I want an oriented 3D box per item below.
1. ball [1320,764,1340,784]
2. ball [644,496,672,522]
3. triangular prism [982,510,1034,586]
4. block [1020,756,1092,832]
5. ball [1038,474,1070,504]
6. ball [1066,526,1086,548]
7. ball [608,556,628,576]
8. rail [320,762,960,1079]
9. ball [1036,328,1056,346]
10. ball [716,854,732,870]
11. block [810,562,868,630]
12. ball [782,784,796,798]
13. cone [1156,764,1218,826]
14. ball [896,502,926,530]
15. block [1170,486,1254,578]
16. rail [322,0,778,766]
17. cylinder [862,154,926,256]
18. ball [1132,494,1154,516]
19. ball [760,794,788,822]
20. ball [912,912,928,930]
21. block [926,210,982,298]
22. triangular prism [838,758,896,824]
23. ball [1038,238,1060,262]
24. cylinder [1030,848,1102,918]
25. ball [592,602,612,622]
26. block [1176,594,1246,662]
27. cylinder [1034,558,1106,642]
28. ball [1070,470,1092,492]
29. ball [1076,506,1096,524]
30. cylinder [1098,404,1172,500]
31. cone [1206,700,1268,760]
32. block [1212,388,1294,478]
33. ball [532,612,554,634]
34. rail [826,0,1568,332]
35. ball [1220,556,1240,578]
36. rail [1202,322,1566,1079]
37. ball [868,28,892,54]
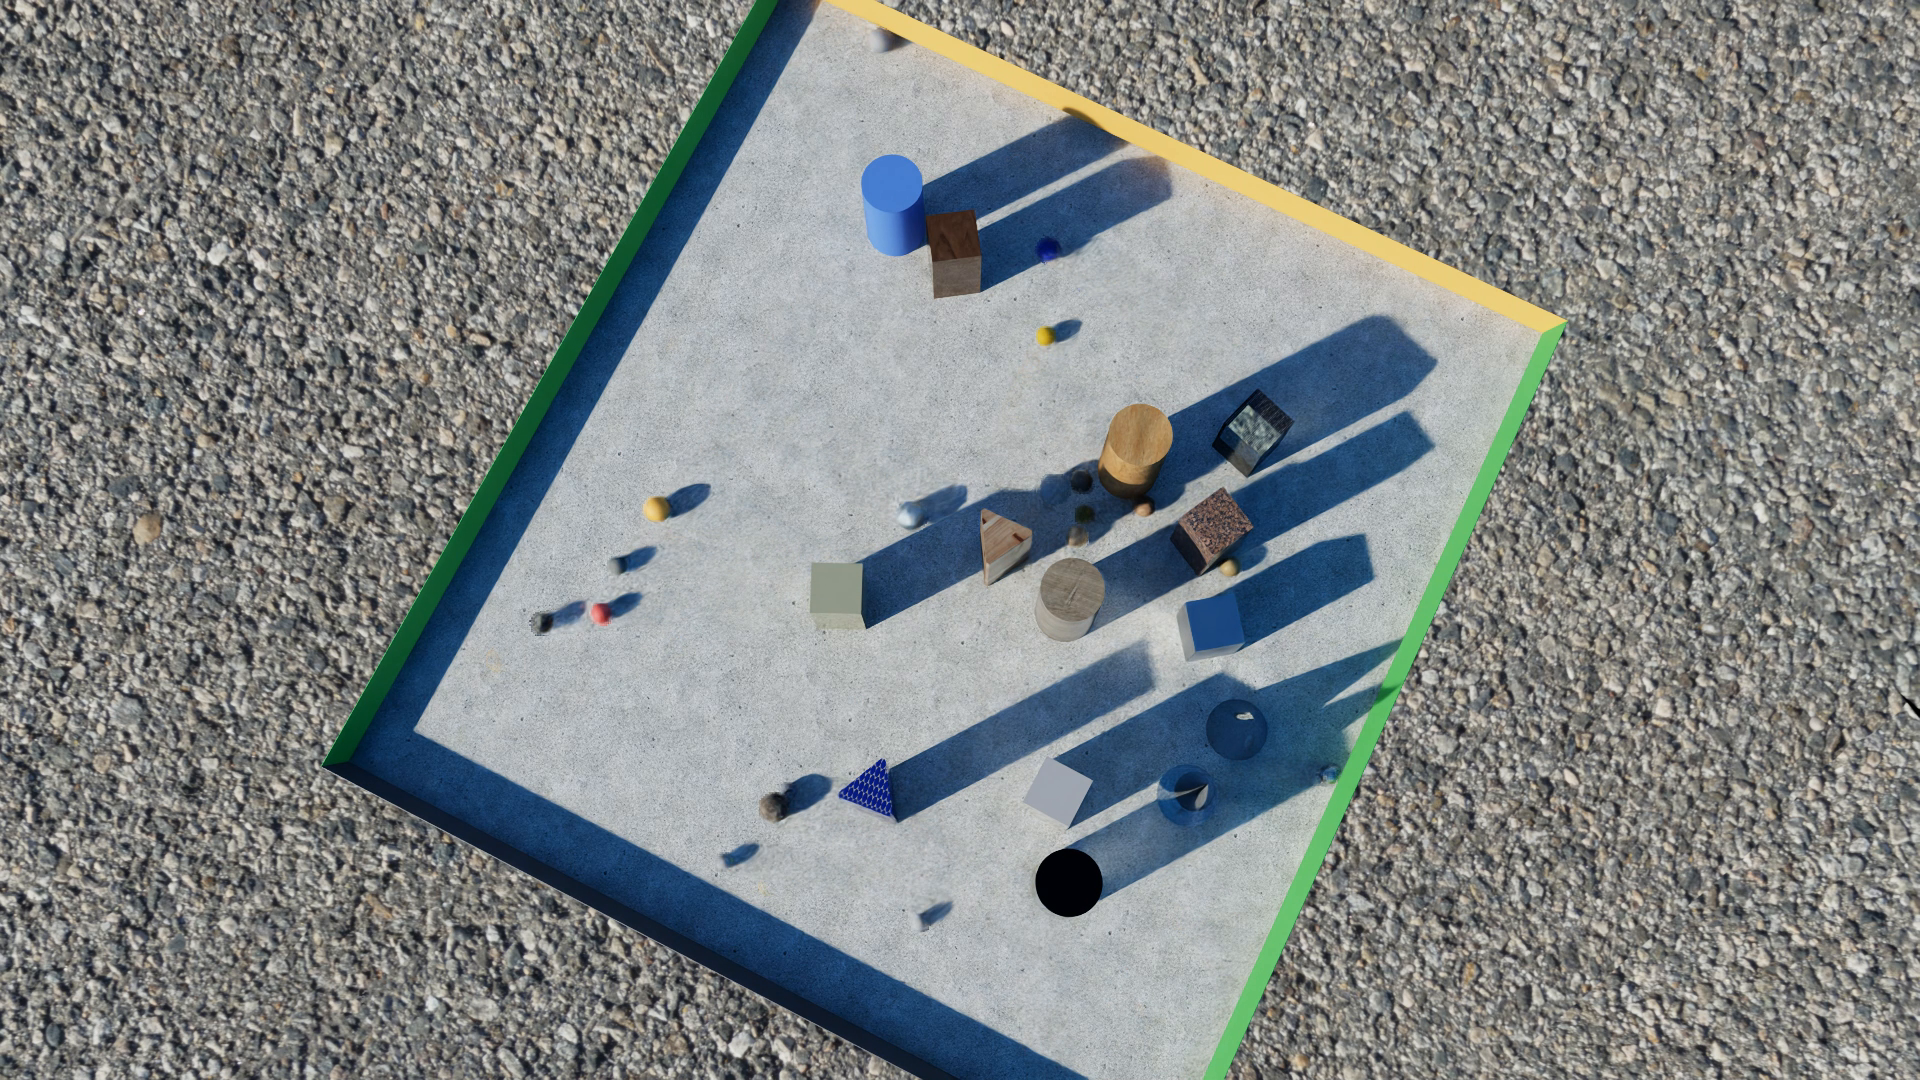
[{"bbox_3d":[1.098,0.696,5.441,0.061,0.061,0.061,0,78,0],"label":"ball"},{"bbox_3d":[-0.922,-0.093,5.595,0.079,0.079,0.079,0,78,0],"label":"ball"},{"bbox_3d":[0.105,0.004,5.429,0.160,0.366,0.138,-34,80,-7],"label":"triangular prism"},{"bbox_3d":[0.276,0.739,5.316,0.148,0.289,0.148,28,80,5],"label":"block"},{"bbox_3d":[0.287,-0.153,5.601,0.092,0.092,0.092,0,78,0],"label":"ball"},{"bbox_3d":[0.353,-0.010,5.585,0.065,0.065,0.065,0,78,0],"label":"ball"},{"bbox_3d":[-1.039,0.079,5.571,0.057,0.057,0.057,0,78,0],"label":"ball"},{"bbox_3d":[-0.637,1.254,5.295,2.734,0.120,0.045,26,80,5],"label":"rail"},{"bbox_3d":[0.268,-0.633,5.717,0.060,0.060,0.060,0,78,0],"label":"ball"},{"bbox_3d":[-0.694,0.948,5.395,0.050,0.050,0.050,0,78,0],"label":"ball"},{"bbox_3d":[-0.357,0.169,5.431,0.148,0.294,0.148,1,78,0],"label":"block"},{"bbox_3d":[-0.507,0.745,5.439,0.046,0.046,0.046,0,78,0],"label":"ball"},{"bbox_3d":[0.678,0.714,5.236,0.185,0.456,0.185,0,78,0],"label":"cone"},{"bbox_3d":[-0.150,-0.074,5.586,0.089,0.089,0.089,0,78,0],"label":"ball"},{"bbox_3d":[0.745,-0.021,5.449,0.148,0.335,0.148,-35,80,-7],"label":"block"},{"bbox_3d":[-1.202,-0.582,5.674,0.045,0.120,2.895,26,80,5],"label":"rail"},{"bbox_3d":[-0.203,-1.025,5.641,0.185,0.368,0.185,0,78,0],"label":"cylinder"},{"bbox_3d":[0.562,-0.105,5.603,0.067,0.067,0.067,0,78,0],"label":"ball"},{"bbox_3d":[-0.547,0.791,5.409,0.085,0.085,0.085,0,78,0],"label":"ball"},{"bbox_3d":[-0.117,1.115,5.361,0.049,0.049,0.049,0,78,0],"label":"ball"},{"bbox_3d":[-0.019,-0.875,5.629,0.148,0.330,0.148,-8,78,-2],"label":"block"},{"bbox_3d":[-0.237,0.710,5.259,0.160,0.412,0.138,21,79,4],"label":"triangular prism"},{"bbox_3d":[0.281,-0.914,5.768,0.073,0.073,0.073,0,78,0],"label":"ball"},{"bbox_3d":[0.297,0.977,5.203,0.185,0.415,0.185,0,78,0],"label":"cylinder"},{"bbox_3d":[-1.084,0.220,5.540,0.061,0.061,0.061,0,78,0],"label":"ball"},{"bbox_3d":[0.742,0.263,5.442,0.148,0.235,0.148,-10,79,-2],"label":"block"},{"bbox_3d":[0.319,0.180,5.382,0.185,0.386,0.185,0,78,0],"label":"cylinder"},{"bbox_3d":[0.372,-0.180,5.618,0.070,0.070,0.070,0,78,0],"label":"ball"},{"bbox_3d":[0.384,-0.077,5.603,0.058,0.058,0.058,0,78,0],"label":"ball"},{"bbox_3d":[0.517,-0.259,5.454,0.185,0.423,0.185,0,78,0],"label":"cylinder"},{"bbox_3d":[0.831,0.537,5.342,0.185,0.319,0.185,0,78,0],"label":"cone"},{"bbox_3d":[0.884,-0.320,5.543,0.148,0.273,0.148,44,82,8],"label":"block"},{"bbox_3d":[-1.260,0.251,5.532,0.064,0.064,0.064,0,78,0],"label":"ball"},{"bbox_3d":[0.637,-1.241,5.811,2.734,0.120,0.045,26,80,5],"label":"rail"},{"bbox_3d":[0.821,0.081,5.568,0.063,0.063,0.063,0,78,0],"label":"ball"},{"bbox_3d":[1.202,0.595,5.431,0.045,0.120,2.895,26,80,5],"label":"rail"},{"bbox_3d":[-0.258,-1.610,5.908,0.080,0.080,0.080,0,78,0],"label":"ball"}]
